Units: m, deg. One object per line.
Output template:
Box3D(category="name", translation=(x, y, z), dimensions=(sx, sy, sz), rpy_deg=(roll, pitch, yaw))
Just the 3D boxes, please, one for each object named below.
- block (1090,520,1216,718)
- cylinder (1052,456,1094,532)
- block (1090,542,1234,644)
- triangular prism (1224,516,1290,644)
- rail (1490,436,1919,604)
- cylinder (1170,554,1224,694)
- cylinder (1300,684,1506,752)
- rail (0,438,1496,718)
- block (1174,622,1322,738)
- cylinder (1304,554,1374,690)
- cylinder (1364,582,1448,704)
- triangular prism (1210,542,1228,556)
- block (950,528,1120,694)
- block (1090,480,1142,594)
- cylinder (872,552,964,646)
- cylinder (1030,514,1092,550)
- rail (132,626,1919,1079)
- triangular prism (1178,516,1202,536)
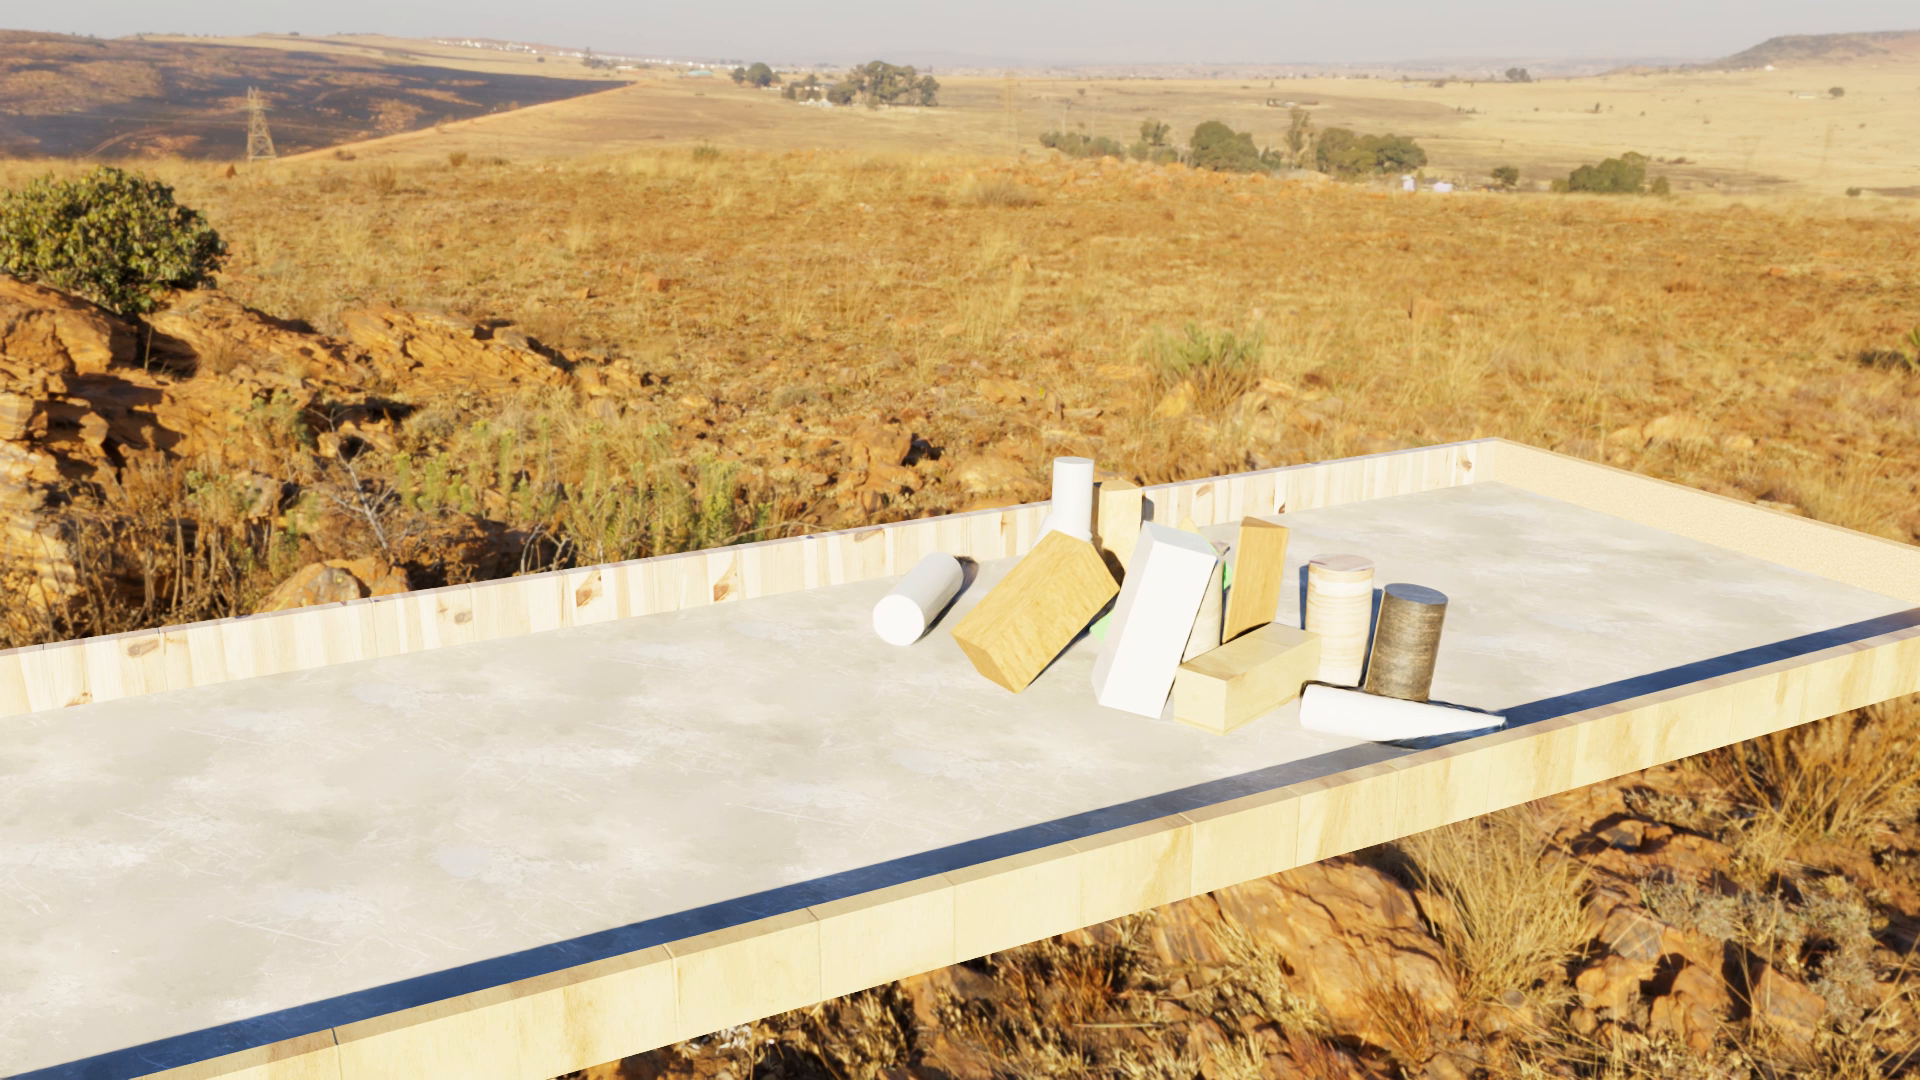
Box3D(category="block", translation=(0.454, 0.189, 3.908), dimensions=(0.151, 0.422, 0.151), rpy_deg=(14, 18, -8))
Box3D(category="cylinder", translation=(0.307, -0.009, 4.605), dimensions=(0.113, 0.433, 0.113), rpy_deg=(2, 13, 0))
Box3D(category="block", translation=(0.536, 0.164, 4.312), dimensions=(0.418, 0.138, 0.138), rpy_deg=(-34, -7, -43))
Box3D(category="triangular prism", translation=(0.752, 0.117, 4.330), dimensions=(0.136, 0.341, 0.118), rpy_deg=(2, 15, -15))
Box3D(category="rail", translation=(2.466, -0.048, 5.253), dimensions=(0.050, 0.150, 2.100), rpy_deg=(-9, 18, -27))
Box3D(category="cylinder", translation=(0.569, 0.204, 4.072), dimensions=(0.148, 0.331, 0.148), rpy_deg=(0, 17, 0))
Box3D(category="cylinder", translation=(1.004, 0.417, 3.747), dimensions=(0.440, 0.107, 0.107), rpy_deg=(8, 18, 26))
Box3D(category="rail", translation=(-3.305, 0.497, 3.399), dimensions=(12.000, 0.150, 0.050), rpy_deg=(-9, 18, -27))
Box3D(category="block", translation=(0.698, 0.331, 3.982), dimensions=(0.138, 0.138, 0.424), rpy_deg=(14, 22, 40))
Box3D(category="cylinder", translation=(0.945, 0.202, 4.126), dimensions=(0.159, 0.306, 0.159), rpy_deg=(0, 16, 0))
Box3D(category="cylinder", translation=(1.036, 0.272, 3.850), dimensions=(0.148, 0.312, 0.148), rpy_deg=(6, 17, -2))
Box3D(category="triangular prism", translation=(0.695, 0.080, 4.816), dimensions=(0.100, 0.116, 0.391), rpy_deg=(-27, 3, 28))
Box3D(category="block", translation=(0.190, 0.176, 4.130), dimensions=(0.381, 0.163, 0.163), rpy_deg=(-44, 33, -15))
Box3D(category="block", translation=(0.451, -0.009, 4.831), dimensions=(0.114, 0.312, 0.114), rpy_deg=(-6, 17, -20))
Box3D(category="cylinder", translation=(-0.111, 0.157, 4.568), dimensions=(0.142, 0.142, 0.413), rpy_deg=(4, 17, 14))
Box3D(category="cylinder", translation=(0.232, 0.098, 4.445), dimensions=(0.140, 0.304, 0.140), rpy_deg=(24, -12, 6))
Box3D(category="rail", translation=(-2.336, 1.006, 1.665), dimensions=(12.000, 0.150, 0.050), rpy_deg=(-9, 18, -27))
Box3D(category="triangular prism", translation=(0.568, 0.099, 4.544), dimensions=(0.140, 0.121, 0.407), rpy_deg=(8, 39, 25))
